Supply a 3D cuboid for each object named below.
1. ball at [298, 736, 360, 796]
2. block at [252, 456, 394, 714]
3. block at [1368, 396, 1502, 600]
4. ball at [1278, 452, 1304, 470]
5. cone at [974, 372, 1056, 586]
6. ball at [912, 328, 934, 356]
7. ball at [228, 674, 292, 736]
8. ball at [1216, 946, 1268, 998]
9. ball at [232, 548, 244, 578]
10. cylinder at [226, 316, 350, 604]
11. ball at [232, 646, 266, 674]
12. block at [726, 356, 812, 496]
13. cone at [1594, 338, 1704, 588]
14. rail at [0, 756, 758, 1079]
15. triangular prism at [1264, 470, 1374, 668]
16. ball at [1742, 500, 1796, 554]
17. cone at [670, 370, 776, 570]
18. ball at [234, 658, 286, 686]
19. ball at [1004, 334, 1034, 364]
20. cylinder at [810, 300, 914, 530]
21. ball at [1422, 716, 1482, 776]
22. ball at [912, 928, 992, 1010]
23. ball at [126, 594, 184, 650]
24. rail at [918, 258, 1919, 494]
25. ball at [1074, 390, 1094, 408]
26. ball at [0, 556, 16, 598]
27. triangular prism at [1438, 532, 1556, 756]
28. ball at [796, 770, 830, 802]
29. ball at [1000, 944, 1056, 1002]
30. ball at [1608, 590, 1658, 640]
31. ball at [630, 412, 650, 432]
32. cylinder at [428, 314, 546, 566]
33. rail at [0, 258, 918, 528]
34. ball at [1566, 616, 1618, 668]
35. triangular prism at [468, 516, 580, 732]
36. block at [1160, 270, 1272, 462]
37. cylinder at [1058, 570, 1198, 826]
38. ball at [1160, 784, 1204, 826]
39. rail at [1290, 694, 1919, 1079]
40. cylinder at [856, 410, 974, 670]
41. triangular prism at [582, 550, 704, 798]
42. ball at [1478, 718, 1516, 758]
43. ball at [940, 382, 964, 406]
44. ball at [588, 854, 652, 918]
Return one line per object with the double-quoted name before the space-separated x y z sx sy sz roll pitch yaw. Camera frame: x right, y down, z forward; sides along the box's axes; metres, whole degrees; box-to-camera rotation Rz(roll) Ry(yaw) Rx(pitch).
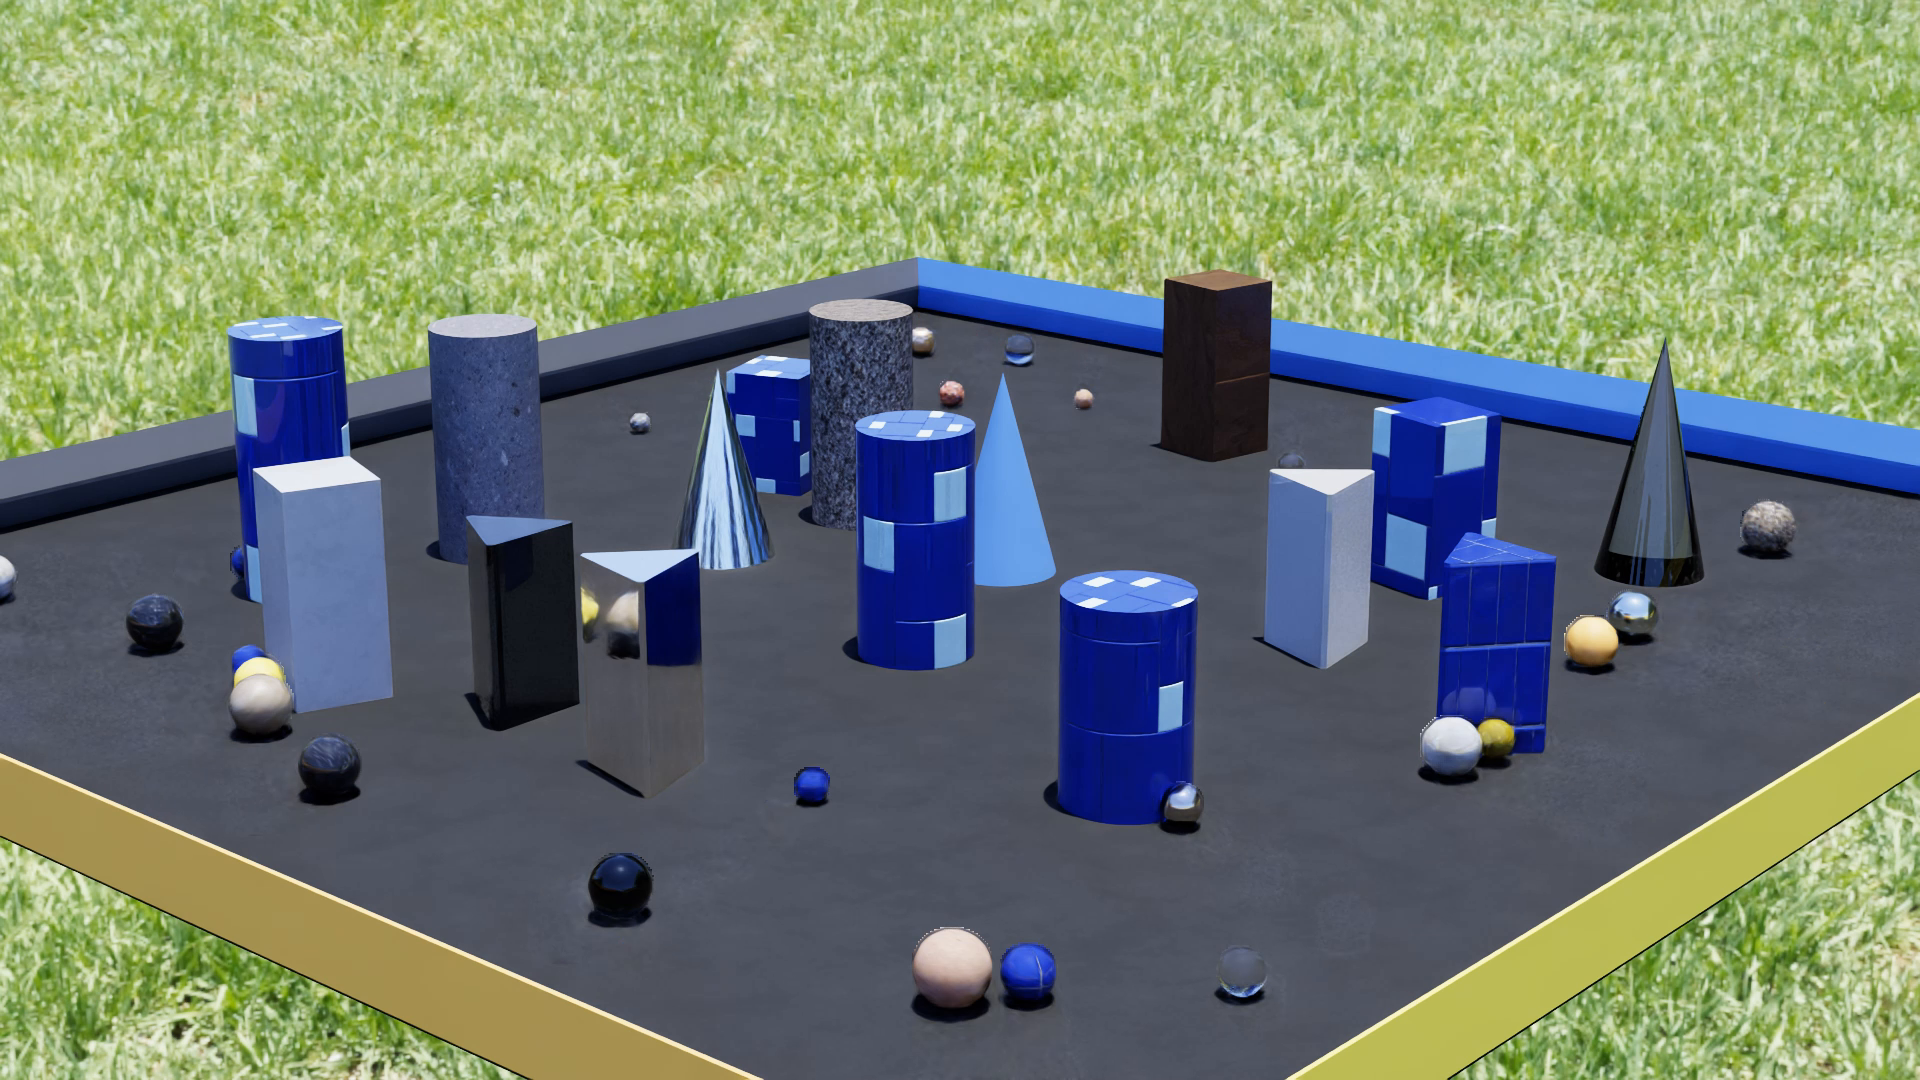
"ball" -0.907 0.325 4.218 0.088 0.088 0.088 0 17 0
"block" -1.000 0.068 4.603 0.155 0.357 0.155 -9 19 -28
"block" 0.833 -0.075 5.157 0.155 0.311 0.155 -12 20 -34
"ball" 0.660 -0.150 5.854 0.051 0.051 0.051 0 17 0
"cone" 0.076 -0.121 5.216 0.194 0.364 0.194 0 17 0
"ball" -0.092 -0.465 6.874 0.066 0.066 0.066 0 17 0
"ball" -1.063 0.250 4.455 0.094 0.094 0.094 0 17 0
"ball" 0.345 0.529 3.589 0.061 0.061 0.061 0 17 0
"ball" -1.264 0.039 5.206 0.057 0.057 0.057 0 17 0
"cylinder" -1.155 -0.137 5.087 0.194 0.470 0.194 0 17 0
"ball" -1.135 0.197 4.688 0.058 0.058 0.058 0 17 0
"block" -0.354 -0.227 5.792 0.155 0.235 0.155 7 18 21
"cone" 1.237 -0.151 5.201 0.194 0.432 0.194 0 17 0
"rail" -1.107 0.400 3.899 3.258 0.126 0.045 14 22 39
"triangular prism" 0.571 0.037 4.816 0.146 0.294 0.168 10 19 30
"ball" 1.478 -0.024 5.360 0.096 0.096 0.096 0 17 0
"cone" -0.435 -0.142 5.315 0.194 0.349 0.194 0 17 0
"ball" -1.093 0.223 4.573 0.079 0.079 0.079 0 17 0
"ball" 0.137 -0.441 6.787 0.071 0.071 0.071 0 17 0
"cylinder" -0.185 -0.237 5.538 0.194 0.402 0.194 0 17 0
"ball" 0.720 0.302 4.293 0.088 0.088 0.088 0 17 0
"ball" -0.009 0.520 3.555 0.097 0.097 0.097 0 17 0
"ball" -1.329 0.135 4.840 0.092 0.092 0.092 0 17 0
"rail" 1.107 -0.337 6.341 3.258 0.126 0.045 14 22 39
"ball" 0.270 -0.307 6.391 0.042 0.042 0.042 0 17 0
"ball" -1.682 0.064 5.092 0.082 0.082 0.082 0 17 0
"triangular prism" 0.782 0.155 4.408 0.168 0.304 0.146 -3 17 -9
"ball" -0.211 0.352 4.197 0.048 0.048 0.048 0 17 0
"ball" 0.083 0.528 3.576 0.069 0.069 0.069 0 17 0
"ball" 1.123 0.125 4.893 0.081 0.081 0.081 0 17 0
"ball" -0.675 -0.248 6.195 0.043 0.043 0.043 0 17 0
"cylinder" -0.857 -0.183 5.322 0.194 0.422 0.194 0 17 0
"rail" -1.212 -0.272 6.128 0.045 0.126 3.425 14 22 39
"ball" 1.025 0.166 4.753 0.083 0.083 0.083 0 17 0
"triangular prism" -0.707 0.118 4.542 0.146 0.296 0.168 14 22 38
"block" 0.526 -0.360 6.023 0.155 0.356 0.155 -13 21 -37
"cylinder" 0.237 0.222 4.166 0.194 0.314 0.194 0 17 0
"ball" 0.311 0.371 4.104 0.059 0.059 0.059 0 17 0
"rail" 1.212 0.336 4.113 0.045 0.126 3.425 14 22 39
"cylinder" -0.072 -0.001 4.783 0.194 0.385 0.194 0 17 0
"triangular prism" -0.440 0.183 4.273 0.146 0.326 0.168 -12 21 -35
"ball" 0.792 0.294 4.339 0.059 0.059 0.059 0 17 0
"ball" -0.018 -0.319 6.411 0.055 0.055 0.055 0 17 0
"ball" -0.441 0.450 3.811 0.083 0.083 0.083 0 17 0
